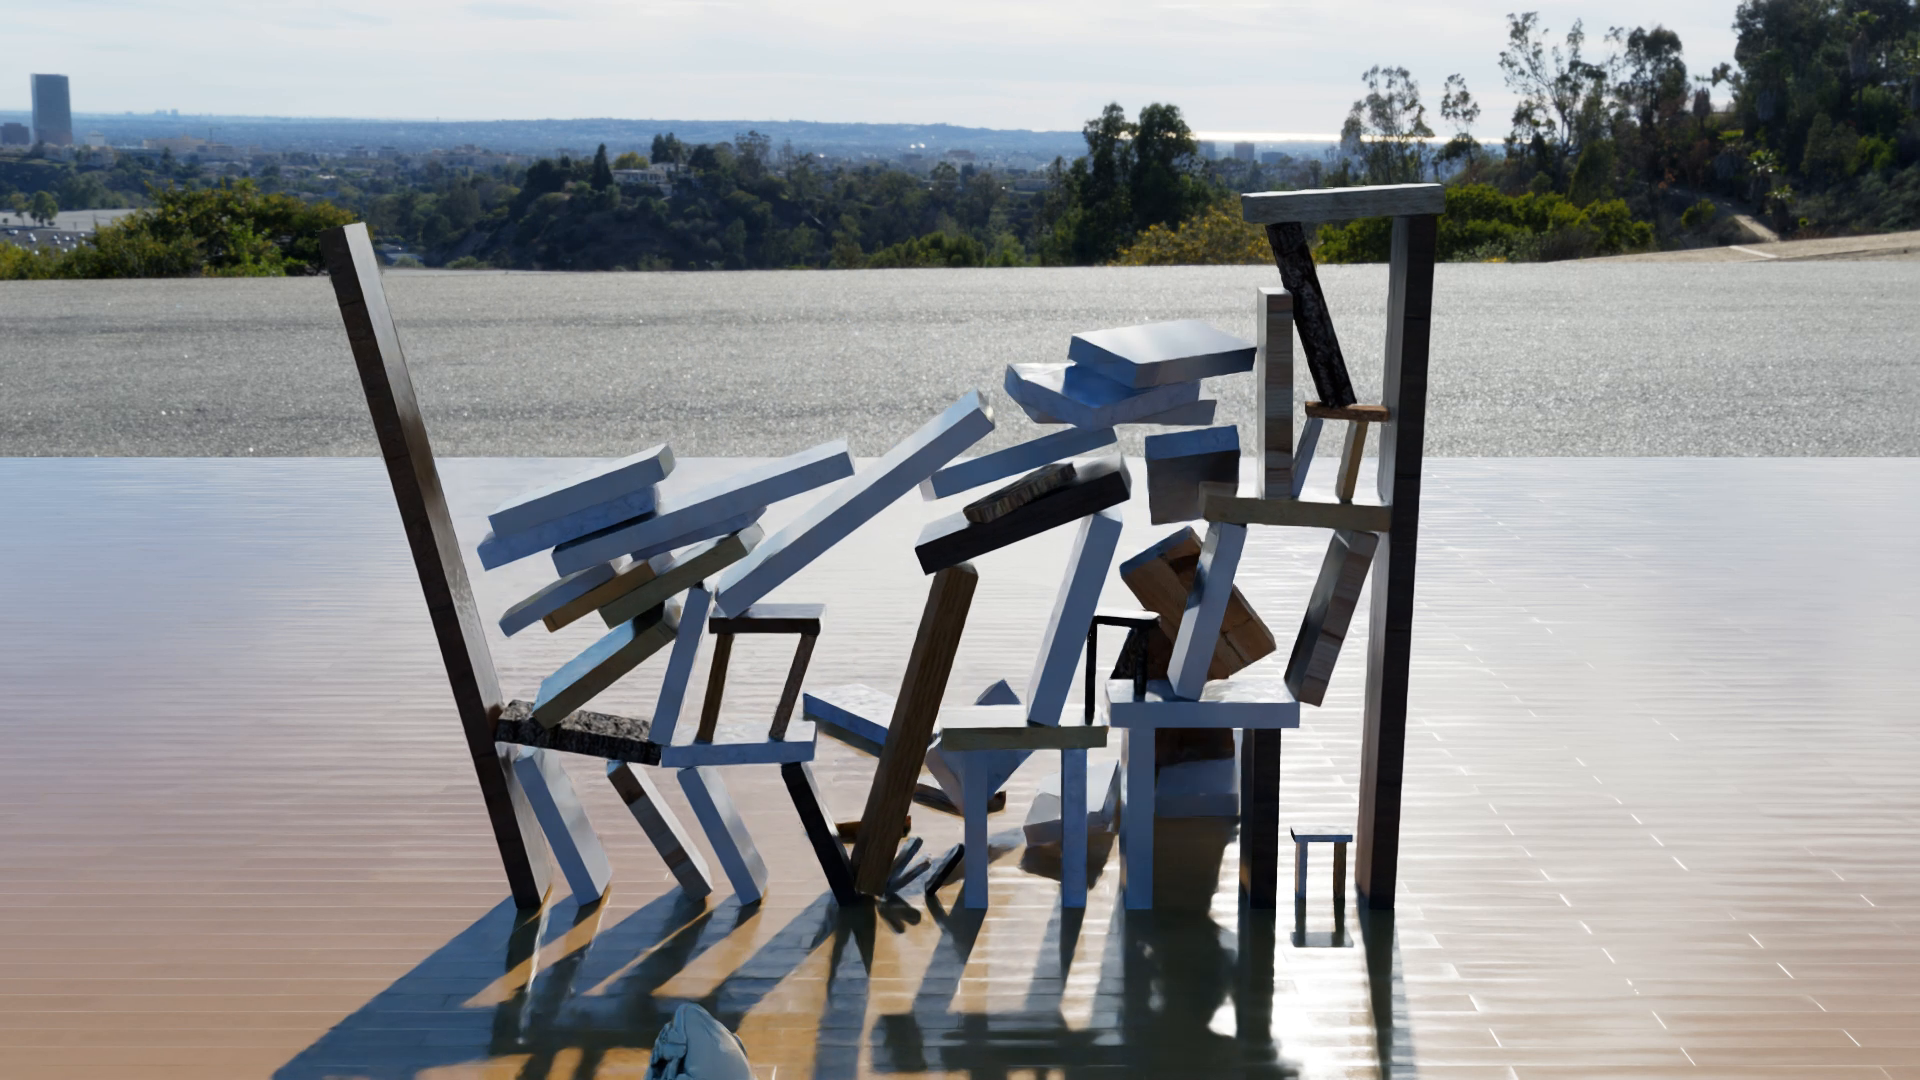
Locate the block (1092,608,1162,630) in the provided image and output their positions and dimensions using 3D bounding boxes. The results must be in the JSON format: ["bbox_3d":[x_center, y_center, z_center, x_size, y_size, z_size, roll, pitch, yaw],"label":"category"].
[{"bbox_3d":[0.269,0.128,3.602,0.110,0.016,0.055,5,11,22],"label":"block"}]

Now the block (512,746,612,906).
[{"bbox_3d":[-0.658,0.463,3.649,0.037,0.264,0.132,-23,10,4],"label":"block"}]

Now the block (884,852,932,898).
[{"bbox_3d":[-0.087,0.558,3.664,0.092,0.013,0.046,-36,9,6],"label":"block"}]

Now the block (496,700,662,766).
[{"bbox_3d":[-0.619,0.316,3.619,0.264,0.037,0.132,9,9,-3],"label":"block"}]

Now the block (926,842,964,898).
[{"bbox_3d":[-0.025,0.549,3.664,0.013,0.092,0.046,36,8,-6],"label":"block"}]

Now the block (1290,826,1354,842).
[{"bbox_3d":[0.600,0.488,3.652,0.096,0.014,0.048,0,11,0],"label":"block"}]

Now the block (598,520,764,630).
[{"bbox_3d":[-0.450,0.052,3.564,0.266,0.038,0.133,-28,10,13],"label":"block"}]

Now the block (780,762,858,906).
[{"bbox_3d":[-0.233,0.472,3.644,0.035,0.247,0.123,-22,12,-1],"label":"block"}]

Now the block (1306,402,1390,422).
[{"bbox_3d":[0.619,-0.205,3.518,0.128,0.018,0.064,4,11,5],"label":"block"}]

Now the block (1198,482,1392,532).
[{"bbox_3d":[0.537,-0.055,3.554,0.292,0.041,0.146,3,11,0],"label":"block"}]

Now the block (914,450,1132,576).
[{"bbox_3d":[0.105,-0.045,3.561,0.350,0.050,0.175,-21,10,9],"label":"block"}]

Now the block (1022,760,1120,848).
[{"bbox_3d":[0.208,0.478,4.001,0.144,0.041,0.288,-13,9,12],"label":"block"}]

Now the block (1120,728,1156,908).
[{"bbox_3d":[0.293,0.440,3.644,0.043,0.305,0.153,0,11,0],"label":"block"}]

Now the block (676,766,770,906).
[{"bbox_3d":[-0.393,0.473,3.649,0.035,0.247,0.123,-25,9,5],"label":"block"}]

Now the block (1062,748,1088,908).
[{"bbox_3d":[0.189,0.458,3.644,0.038,0.268,0.134,0,11,1],"label":"block"}]

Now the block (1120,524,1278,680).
[{"bbox_3d":[0.433,0.123,3.989,0.149,0.298,0.042,-31,27,17],"label":"block"}]

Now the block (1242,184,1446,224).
[{"bbox_3d":[0.600,-0.530,3.459,0.296,0.042,0.148,-3,10,1],"label":"block"}]

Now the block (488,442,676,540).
[{"bbox_3d":[-0.606,-0.080,3.542,0.287,0.041,0.144,-20,11,3],"label":"block"}]

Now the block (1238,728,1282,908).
[{"bbox_3d":[0.496,0.440,3.644,0.043,0.305,0.153,0,11,0],"label":"block"}]

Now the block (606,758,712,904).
[{"bbox_3d":[-0.500,0.468,3.653,0.037,0.264,0.132,-32,14,-3],"label":"block"}]

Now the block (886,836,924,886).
[{"bbox_3d":[-0.097,0.535,3.664,0.013,0.092,0.046,40,-18,-9],"label":"block"}]

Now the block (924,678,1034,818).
[{"bbox_3d":[0.044,0.383,4.074,0.040,0.140,0.280,-32,5,37],"label":"block"}]

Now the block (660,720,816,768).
[{"bbox_3d":[-0.363,0.336,3.625,0.247,0.035,0.123,-2,11,-1],"label":"block"}]

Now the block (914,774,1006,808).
[{"bbox_3d":[-0.003,0.480,4.197,0.085,0.024,0.171,-10,15,-44],"label":"block"}]

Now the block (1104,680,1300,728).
[{"bbox_3d":[0.395,0.268,3.612,0.305,0.043,0.153,0,11,0],"label":"block"}]

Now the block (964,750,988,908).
[{"bbox_3d":[0.026,0.458,3.641,0.038,0.268,0.134,0,11,0],"label":"block"}]

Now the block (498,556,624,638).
[{"bbox_3d":[-0.655,0.085,3.616,0.209,0.030,0.104,-30,10,3],"label":"block"}]

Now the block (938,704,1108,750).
[{"bbox_3d":[0.101,0.307,3.615,0.268,0.038,0.134,-1,11,-3],"label":"block"}]

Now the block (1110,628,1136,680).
[{"bbox_3d":[0.409,0.269,4.621,0.043,0.153,0.307,19,-8,27],"label":"block"}]

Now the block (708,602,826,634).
[{"bbox_3d":[-0.312,0.127,3.577,0.181,0.026,0.090,0,14,3],"label":"block"}]

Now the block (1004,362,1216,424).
[{"bbox_3d":[0.241,-0.236,3.552,0.307,0.043,0.153,-1,25,-20],"label":"block"}]
